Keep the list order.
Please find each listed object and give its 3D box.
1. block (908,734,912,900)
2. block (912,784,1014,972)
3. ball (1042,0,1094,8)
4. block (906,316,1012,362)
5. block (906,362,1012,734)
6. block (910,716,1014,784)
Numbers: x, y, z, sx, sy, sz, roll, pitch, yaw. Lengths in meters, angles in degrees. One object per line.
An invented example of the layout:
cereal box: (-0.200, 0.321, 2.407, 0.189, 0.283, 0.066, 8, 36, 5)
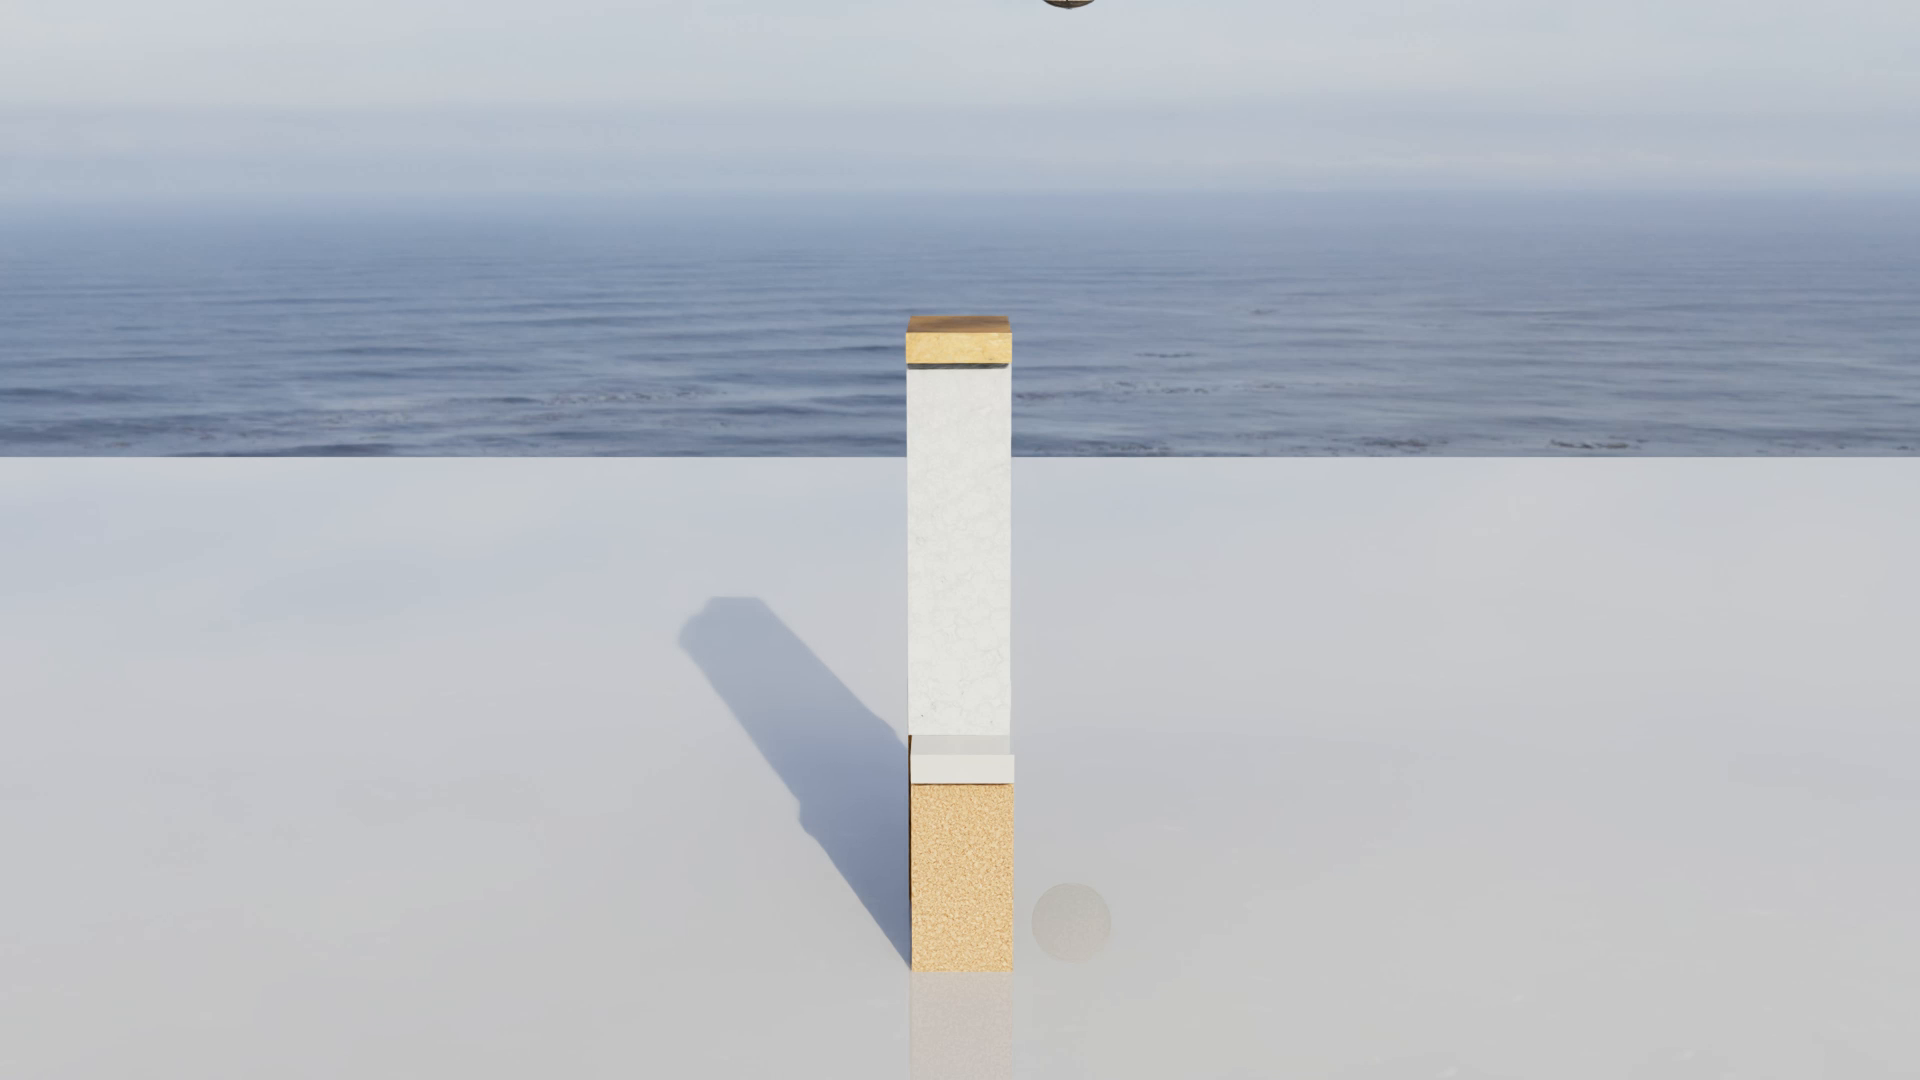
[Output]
block: (-0.001, 0.428, 3.629, 0.166, 0.333, 0.047, 0, 11, 0)
block: (0.004, 0.499, 3.322, 0.153, 0.305, 0.043, 0, 11, 0)
ball: (0.321, -1.708, 6.477, 0.279, 0.279, 0.279, 0, 11, 0)
block: (-0.001, -0.308, 3.355, 0.154, 0.044, 0.308, 0, 11, 0)
block: (-0.001, 0.012, 3.312, 0.154, 0.570, 0.044, 0, 11, 0)
block: (0.004, 0.310, 3.390, 0.153, 0.043, 0.305, 0, 11, 0)
